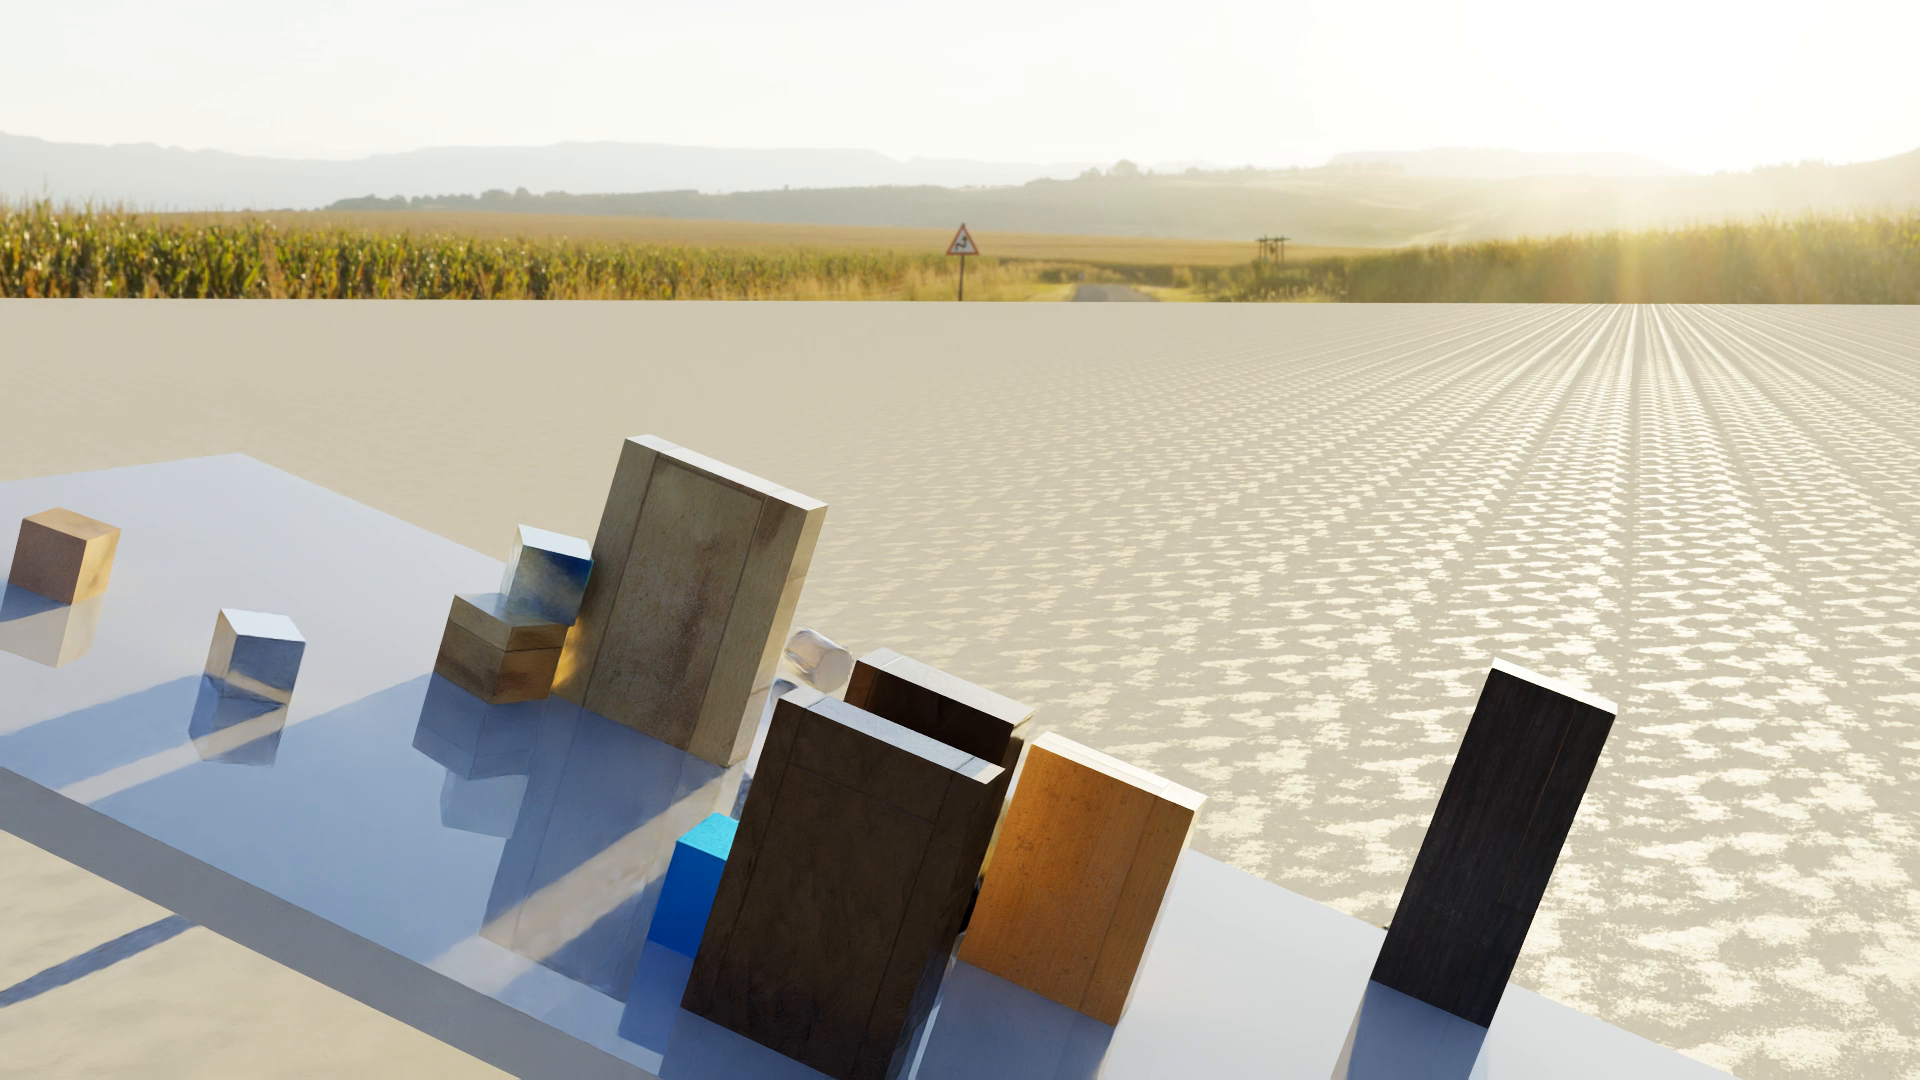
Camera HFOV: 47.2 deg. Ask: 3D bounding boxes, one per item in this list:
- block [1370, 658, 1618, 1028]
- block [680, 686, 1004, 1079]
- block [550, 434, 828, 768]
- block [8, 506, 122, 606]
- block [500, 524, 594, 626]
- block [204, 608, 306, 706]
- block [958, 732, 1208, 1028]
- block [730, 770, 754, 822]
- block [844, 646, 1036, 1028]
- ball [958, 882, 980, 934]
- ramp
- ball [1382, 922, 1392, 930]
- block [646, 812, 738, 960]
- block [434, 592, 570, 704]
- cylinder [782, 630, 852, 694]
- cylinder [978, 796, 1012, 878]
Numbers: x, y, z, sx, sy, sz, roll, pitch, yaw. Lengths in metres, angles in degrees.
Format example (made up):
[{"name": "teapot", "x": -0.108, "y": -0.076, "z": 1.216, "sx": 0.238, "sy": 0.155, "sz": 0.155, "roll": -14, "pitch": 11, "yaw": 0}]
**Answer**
[{"name": "block", "x": 1.092, "y": 0.622, "z": 4.516, "sx": 0.258, "sy": 0.707, "sz": 0.114, "roll": 21, "pitch": 12, "yaw": 14}, {"name": "block", "x": -0.185, "y": 0.541, "z": 3.400, "sx": 0.347, "sy": 0.531, "sz": 0.104, "roll": 21, "pitch": 12, "yaw": 14}, {"name": "block", "x": -0.568, "y": 0.125, "z": 4.587, "sx": 0.424, "sy": 0.574, "sz": 0.118, "roll": 21, "pitch": 12, "yaw": 14}, {"name": "block", "x": -1.752, "y": 0.030, "z": 4.306, "sx": 0.134, "sy": 0.134, "sz": 0.134, "roll": 19, "pitch": 12, "yaw": 3}, {"name": "block", "x": -0.863, "y": 0.073, "z": 4.583, "sx": 0.147, "sy": 0.147, "sz": 0.147, "roll": 14, "pitch": 13, "yaw": -19}, {"name": "block", "x": -1.321, "y": 0.218, "z": 4.119, "sx": 0.129, "sy": 0.129, "sz": 0.129, "roll": 10, "pitch": 15, "yaw": -35}, {"name": "block", "x": 0.218, "y": 0.607, "z": 3.953, "sx": 0.312, "sy": 0.428, "sz": 0.113, "roll": 21, "pitch": 12, "yaw": 14}, {"name": "block", "x": -0.353, "y": 0.528, "z": 4.193, "sx": 0.122, "sy": 0.122, "sz": 0.122, "roll": 11, "pitch": 14, "yaw": -30}, {"name": "block", "x": -0.108, "y": 0.497, "z": 3.630, "sx": 0.279, "sy": 0.565, "sz": 0.128, "roll": 21, "pitch": 12, "yaw": 14}, {"name": "ball", "x": -0.042, "y": 0.653, "z": 4.015, "sx": 0.156, "sy": 0.156, "sz": 0.156, "roll": 0, "pitch": 7, "yaw": 0}, {"name": "ramp", "x": -0.346, "y": 0.644, "z": 4.219, "sx": 4.000, "sy": 0.100, "sz": 2.000, "roll": 21, "pitch": 12, "yaw": 14}, {"name": "ball", "x": 1.152, "y": 1.073, "z": 5.659, "sx": 0.195, "sy": 0.195, "sz": 0.195, "roll": 0, "pitch": 7, "yaw": 0}, {"name": "block", "x": -0.387, "y": 0.595, "z": 3.697, "sx": 0.181, "sy": 0.181, "sz": 0.181, "roll": 21, "pitch": 12, "yaw": 10}, {"name": "block", "x": -0.950, "y": 0.222, "z": 4.557, "sx": 0.171, "sy": 0.171, "sz": 0.171, "roll": 25, "pitch": 14, "yaw": 29}, {"name": "cylinder", "x": -0.344, "y": 0.293, "z": 5.301, "sx": 0.118, "sy": 0.118, "sz": 0.118, "roll": -7, "pitch": 26, "yaw": -44}, {"name": "cylinder", "x": 0.129, "y": 0.625, "z": 4.345, "sx": 0.178, "sy": 0.178, "sz": 0.178, "roll": -4, "pitch": 23, "yaw": -33}]
